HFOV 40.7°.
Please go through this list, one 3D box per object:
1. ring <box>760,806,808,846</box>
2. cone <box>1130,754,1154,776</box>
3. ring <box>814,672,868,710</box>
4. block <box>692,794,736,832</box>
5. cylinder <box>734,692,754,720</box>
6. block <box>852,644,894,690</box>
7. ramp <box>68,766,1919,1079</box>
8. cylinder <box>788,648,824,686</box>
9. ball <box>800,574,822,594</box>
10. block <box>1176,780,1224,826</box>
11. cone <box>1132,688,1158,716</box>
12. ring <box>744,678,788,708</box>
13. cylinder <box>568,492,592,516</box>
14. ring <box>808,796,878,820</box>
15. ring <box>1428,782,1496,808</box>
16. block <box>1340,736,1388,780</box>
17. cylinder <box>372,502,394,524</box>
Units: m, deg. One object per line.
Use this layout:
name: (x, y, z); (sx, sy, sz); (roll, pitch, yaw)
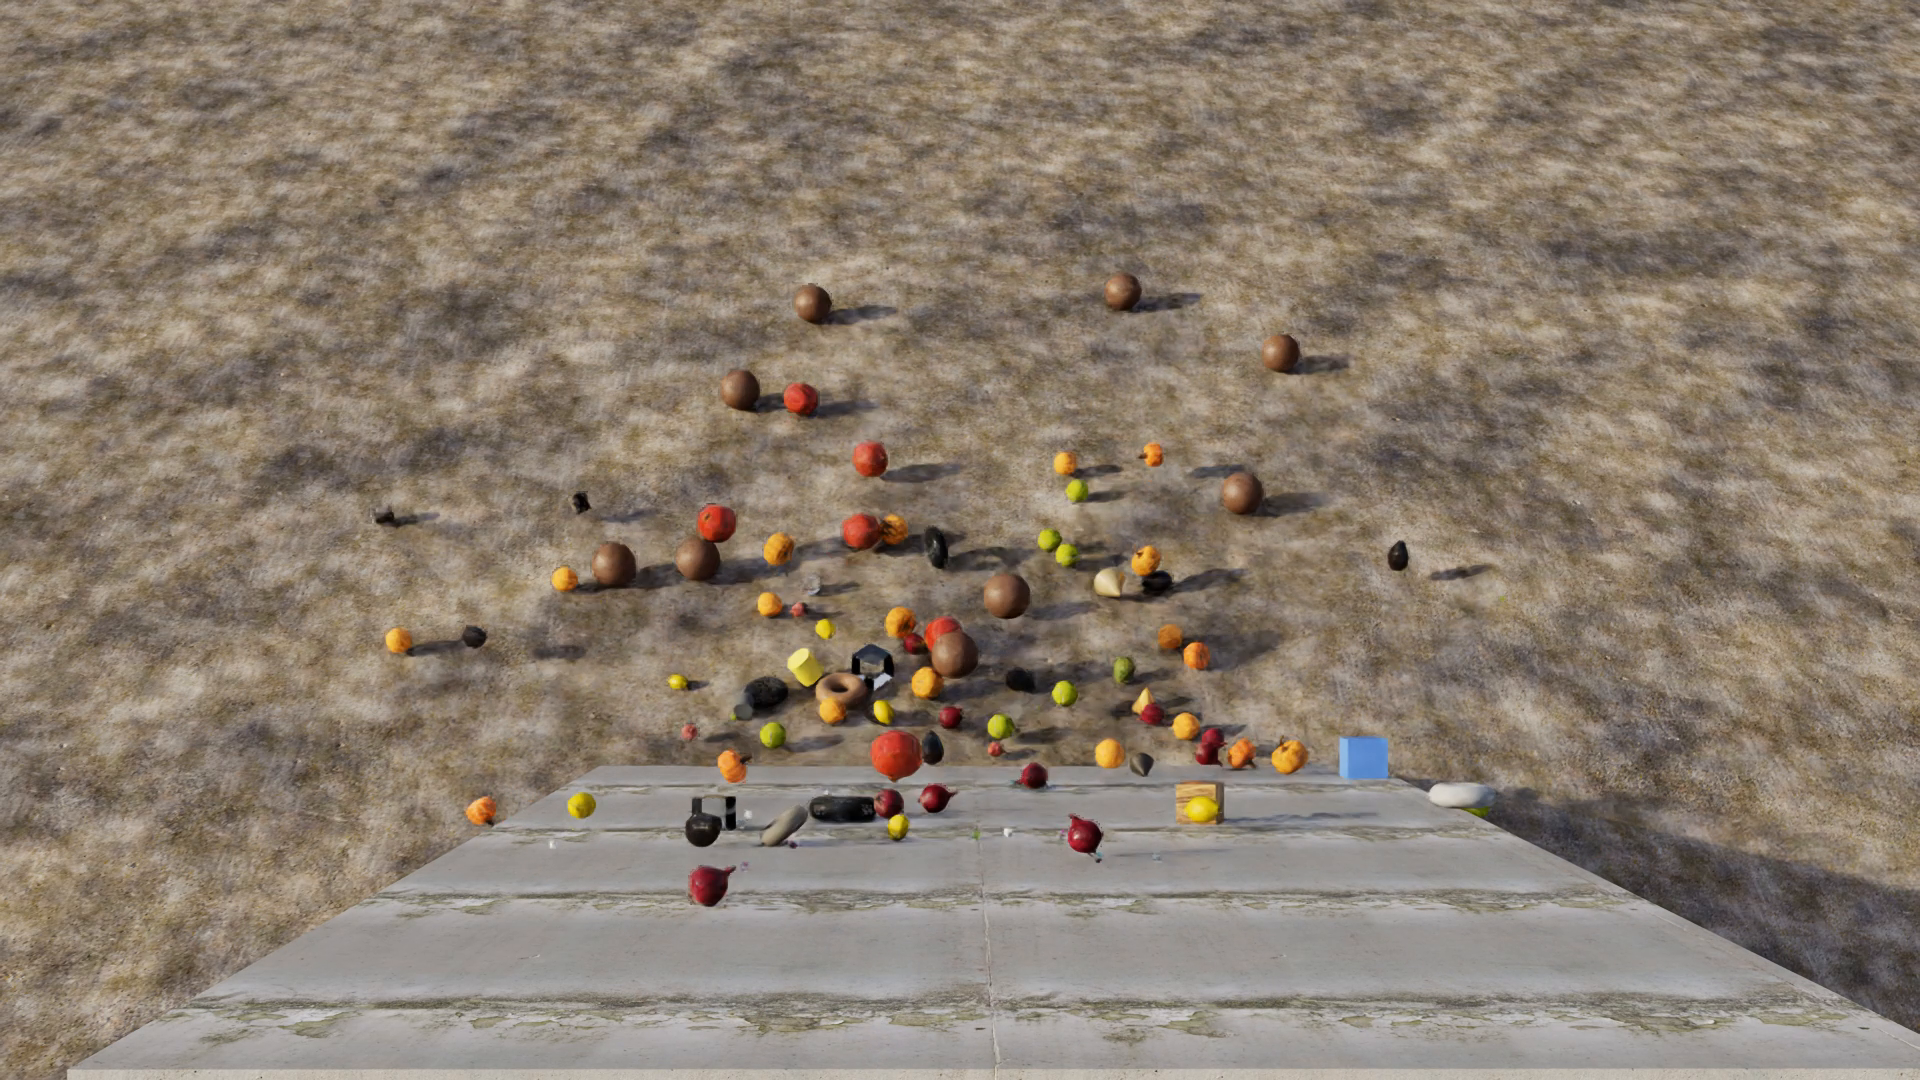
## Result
ring: (-0.327, 0.531, 4.811); (0.101, 0.034, 0.101); (-37, 4, 3)
cone: (0.452, 0.567, 6.386); (0.061, 0.061, 0.061); (-3, 26, -4)
ring: (-0.326, 0.414, 7.094); (0.144, 0.048, 0.144); (-1, 32, 0)
block: (-0.487, 0.539, 5.115); (0.063, 0.063, 0.063); (0, -1, 24)
cylinder: (-0.585, 0.451, 7.025); (0.053, 0.053, 0.053); (1, 30, 2)
block: (-0.243, 0.350, 7.166); (0.081, 0.081, 0.081); (22, 38, 32)
ramp: (0.070, 0.617, 4.695); (2.000, 0.100, 4.000); (0, 0, 0)
cylinder: (-0.426, 0.351, 7.135); (0.073, 0.073, 0.073); (-27, 32, 19)
ball: (-0.435, 0.129, 7.548); (0.062, 0.062, 0.062); (0, 31, 0)
block: (0.485, 0.531, 5.233); (0.080, 0.080, 0.080); (0, 0, 18)
cone: (0.506, 0.428, 7.046); (0.072, 0.072, 0.072); (0, 31, 0)
ring: (-0.531, 0.417, 7.094); (0.122, 0.041, 0.122); (-3, 29, 1)
cylinder: (-1.155, -0.111, 7.867); (0.055, 0.055, 0.055); (-23, 2, 1)
ring: (-0.239, 0.548, 5.293); (0.143, 0.048, 0.143); (0, -4, 0)
ring: (1.084, 0.551, 5.587); (0.144, 0.048, 0.144); (1, -2, 0)
block: (0.986, 0.532, 6.332); (0.096, 0.096, 0.096); (0, 0, -5)
cylinder: (-1.757, -0.081, 7.883); (0.054, 0.054, 0.054); (-19, 36, -16)
